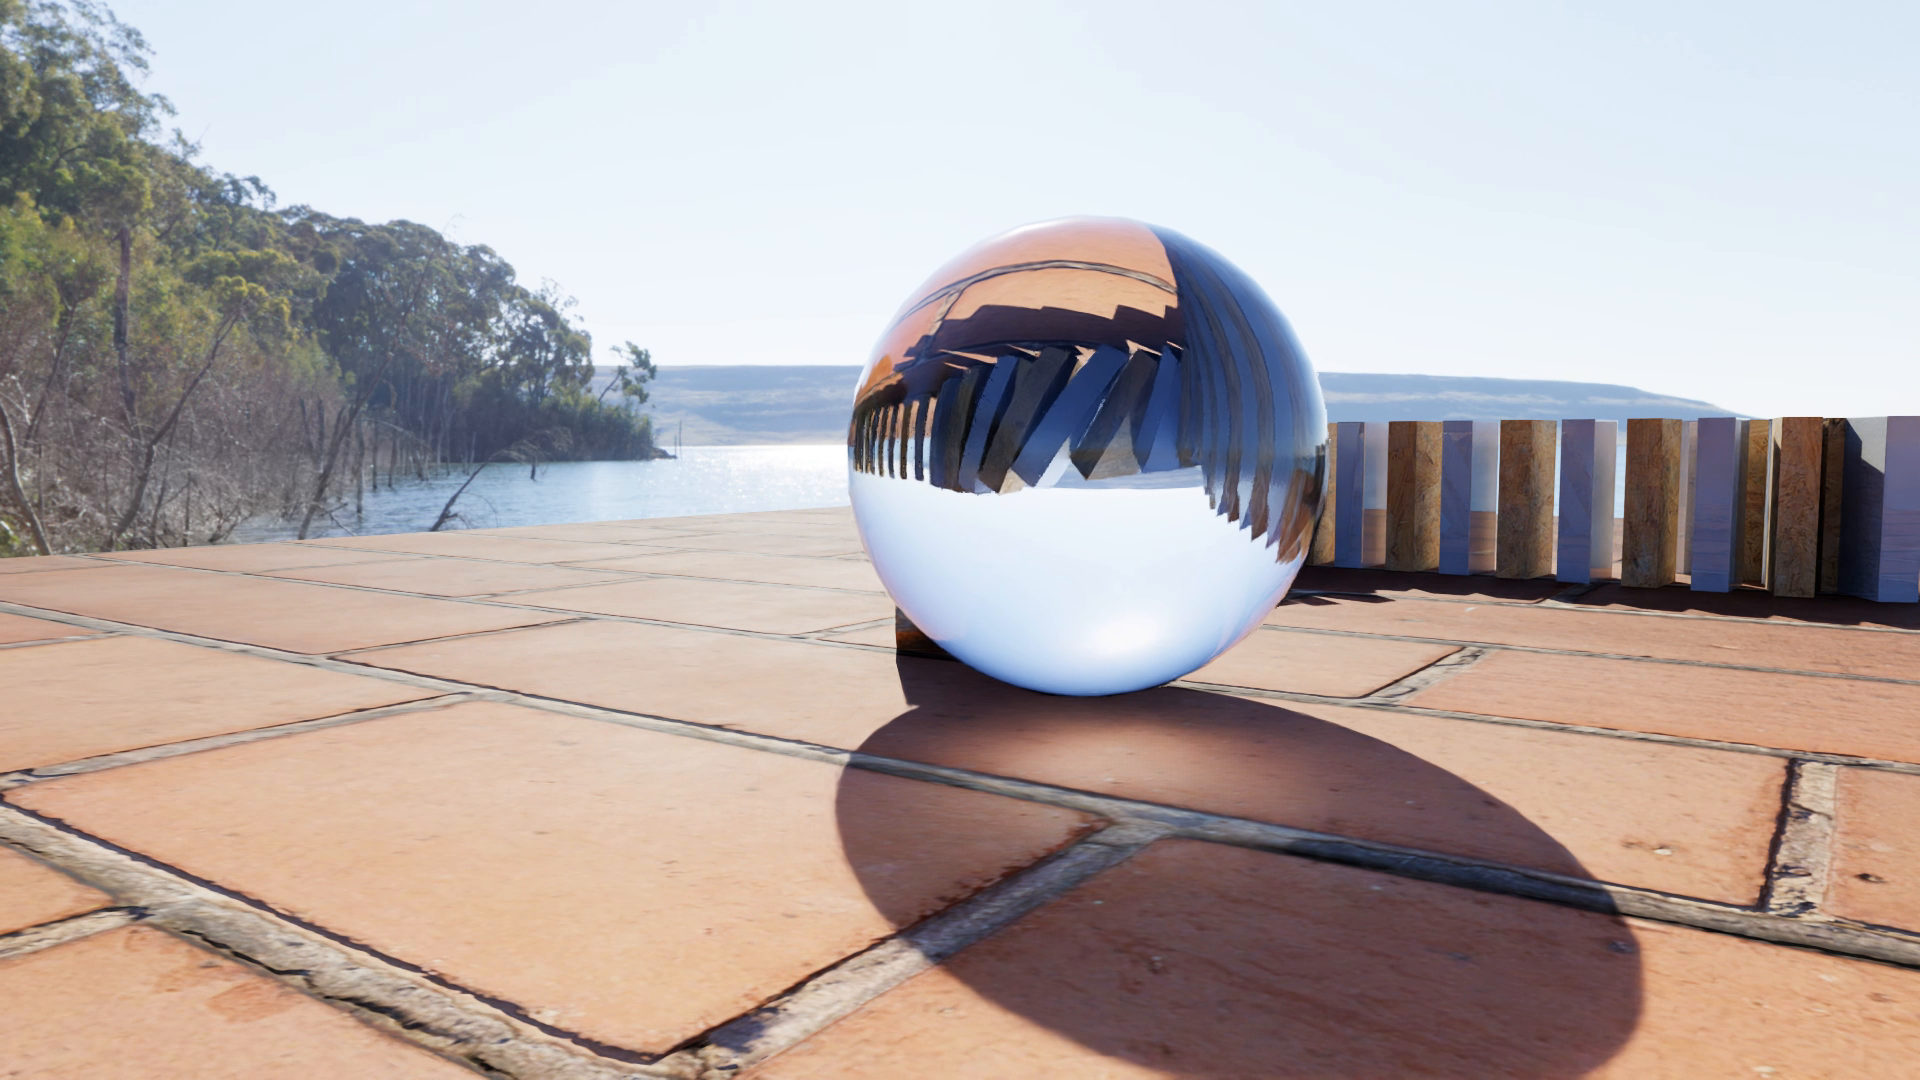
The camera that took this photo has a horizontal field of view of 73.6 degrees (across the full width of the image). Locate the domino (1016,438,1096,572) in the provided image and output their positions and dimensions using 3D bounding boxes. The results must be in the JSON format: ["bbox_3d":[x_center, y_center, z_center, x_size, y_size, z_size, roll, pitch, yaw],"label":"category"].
[{"bbox_3d":[0.023,-0.012,0.428,0.025,0.050,0.009,0,-41,49],"label":"domino"}]

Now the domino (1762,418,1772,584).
[{"bbox_3d":[0.258,-0.012,0.388,0.025,0.050,0.009,-1,4,-15],"label":"domino"}]

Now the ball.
[{"bbox_3d":[0.021,-0.014,0.216,0.080,0.080,0.080,0,4,0],"label":"ball"}]

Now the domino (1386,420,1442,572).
[{"bbox_3d":[0.155,-0.015,0.437,0.009,0.050,0.025,4,6,40],"label":"domino"}]

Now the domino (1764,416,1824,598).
[{"bbox_3d":[0.238,-0.010,0.367,0.009,0.050,0.025,2,5,27],"label":"domino"}]

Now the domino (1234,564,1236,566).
[{"bbox_3d":[0.103,-0.016,0.450,0.025,0.050,0.010,1,4,16],"label":"domino"}]

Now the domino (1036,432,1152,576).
[{"bbox_3d":[0.042,-0.012,0.423,0.009,0.050,0.025,35,0,-7],"label":"domino"}]

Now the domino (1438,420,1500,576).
[{"bbox_3d":[0.169,-0.014,0.425,0.009,0.050,0.025,4,6,41],"label":"domino"}]

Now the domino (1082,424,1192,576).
[{"bbox_3d":[0.058,-0.014,0.422,0.010,0.050,0.025,26,1,-7],"label":"domino"}]

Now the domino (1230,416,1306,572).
[{"bbox_3d":[0.101,-0.016,0.433,0.010,0.050,0.025,2,6,-33],"label":"domino"}]

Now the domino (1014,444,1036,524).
[{"bbox_3d":[0.006,-0.010,0.419,0.025,0.009,0.050,-2,46,23],"label":"domino"}]

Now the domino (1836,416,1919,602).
[{"bbox_3d":[0.255,-0.009,0.355,0.009,0.050,0.025,1,4,13],"label":"domino"}]

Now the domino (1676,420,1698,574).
[{"bbox_3d":[0.248,-0.014,0.423,0.025,0.050,0.009,-1,4,-8],"label":"domino"}]

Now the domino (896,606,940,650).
[{"bbox_3d":[-0.001,-0.002,0.273,0.025,0.050,0.009,0,-27,-1],"label":"domino"}]

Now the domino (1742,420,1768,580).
[{"bbox_3d":[0.253,-0.013,0.406,0.025,0.050,0.009,-1,4,-17],"label":"domino"}]

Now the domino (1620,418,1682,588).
[{"bbox_3d":[0.210,-0.012,0.390,0.010,0.050,0.025,4,6,40],"label":"domino"}]

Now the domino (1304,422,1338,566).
[{"bbox_3d":[0.126,-0.017,0.460,0.009,0.050,0.025,3,5,32],"label":"domino"}]

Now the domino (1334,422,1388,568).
[{"bbox_3d":[0.141,-0.016,0.449,0.010,0.050,0.025,3,5,38],"label":"domino"}]

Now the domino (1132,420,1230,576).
[{"bbox_3d":[0.072,-0.014,0.424,0.010,0.050,0.025,19,1,-10],"label":"domino"}]

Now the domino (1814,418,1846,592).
[{"bbox_3d":[0.262,-0.010,0.372,0.025,0.050,0.009,1,4,8],"label":"domino"}]

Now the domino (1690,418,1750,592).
[{"bbox_3d":[0.224,-0.011,0.378,0.010,0.050,0.025,4,6,39],"label":"domino"}]

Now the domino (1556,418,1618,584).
[{"bbox_3d":[0.196,-0.013,0.402,0.009,0.050,0.025,4,6,41],"label":"domino"}]

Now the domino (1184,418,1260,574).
[{"bbox_3d":[0.086,-0.015,0.427,0.009,0.050,0.025,9,2,-11],"label":"domino"}]

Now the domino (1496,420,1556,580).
[{"bbox_3d":[0.183,-0.013,0.413,0.010,0.050,0.025,4,6,41],"label":"domino"}]
